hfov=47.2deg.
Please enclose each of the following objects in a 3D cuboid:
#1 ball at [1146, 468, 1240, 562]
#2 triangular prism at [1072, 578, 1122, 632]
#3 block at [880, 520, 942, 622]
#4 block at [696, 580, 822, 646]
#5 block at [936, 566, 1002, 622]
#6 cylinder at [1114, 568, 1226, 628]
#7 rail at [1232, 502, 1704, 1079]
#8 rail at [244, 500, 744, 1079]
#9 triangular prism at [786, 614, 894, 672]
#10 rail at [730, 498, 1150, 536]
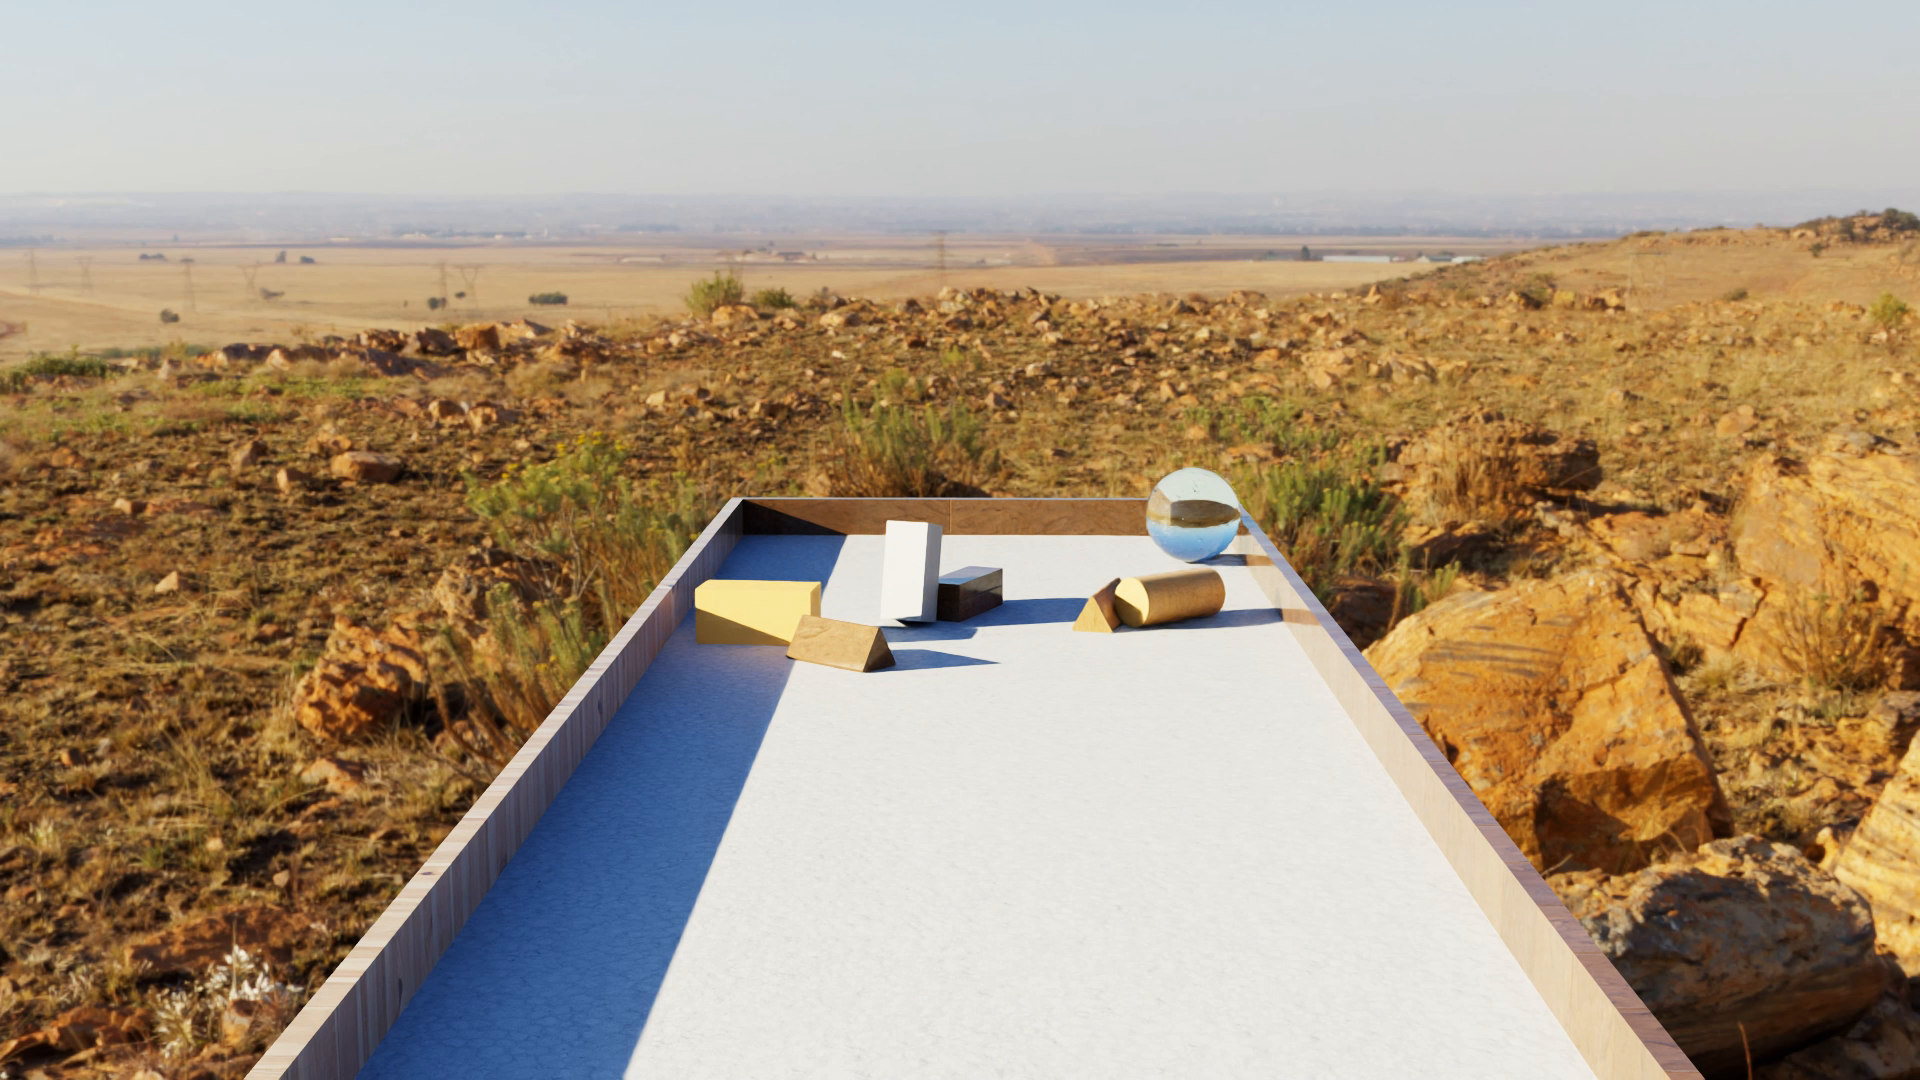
[{"bbox_3d":[0.894,-0.096,8.450,0.364,0.364,0.364,0,9,0],"label":"ball"},{"bbox_3d":[0.482,0.210,7.298,0.132,0.114,0.382,3,9,17],"label":"triangular prism"},{"bbox_3d":[-0.160,0.105,7.249,0.143,0.322,0.143,3,-2,20],"label":"block"},{"bbox_3d":[-0.640,0.231,6.995,0.367,0.174,0.174,1,9,7],"label":"block"},{"bbox_3d":[0.015,0.181,7.461,0.127,0.127,0.355,4,10,25],"label":"block"},{"bbox_3d":[0.698,0.189,7.294,0.348,0.164,0.164,-7,11,-37],"label":"cylinder"},{"bbox_3d":[1.046,0.843,3.208,0.050,0.150,12.000,0,9,1],"label":"rail"},{"bbox_3d":[-1.004,0.839,3.234,0.050,0.150,12.000,0,9,1],"label":"rail"},{"bbox_3d":[-0.362,0.305,6.663,0.321,0.124,0.143,8,11,40],"label":"triangular prism"},{"bbox_3d":[0.099,-0.098,9.147,2.100,0.150,0.050,0,9,1],"label":"rail"}]
